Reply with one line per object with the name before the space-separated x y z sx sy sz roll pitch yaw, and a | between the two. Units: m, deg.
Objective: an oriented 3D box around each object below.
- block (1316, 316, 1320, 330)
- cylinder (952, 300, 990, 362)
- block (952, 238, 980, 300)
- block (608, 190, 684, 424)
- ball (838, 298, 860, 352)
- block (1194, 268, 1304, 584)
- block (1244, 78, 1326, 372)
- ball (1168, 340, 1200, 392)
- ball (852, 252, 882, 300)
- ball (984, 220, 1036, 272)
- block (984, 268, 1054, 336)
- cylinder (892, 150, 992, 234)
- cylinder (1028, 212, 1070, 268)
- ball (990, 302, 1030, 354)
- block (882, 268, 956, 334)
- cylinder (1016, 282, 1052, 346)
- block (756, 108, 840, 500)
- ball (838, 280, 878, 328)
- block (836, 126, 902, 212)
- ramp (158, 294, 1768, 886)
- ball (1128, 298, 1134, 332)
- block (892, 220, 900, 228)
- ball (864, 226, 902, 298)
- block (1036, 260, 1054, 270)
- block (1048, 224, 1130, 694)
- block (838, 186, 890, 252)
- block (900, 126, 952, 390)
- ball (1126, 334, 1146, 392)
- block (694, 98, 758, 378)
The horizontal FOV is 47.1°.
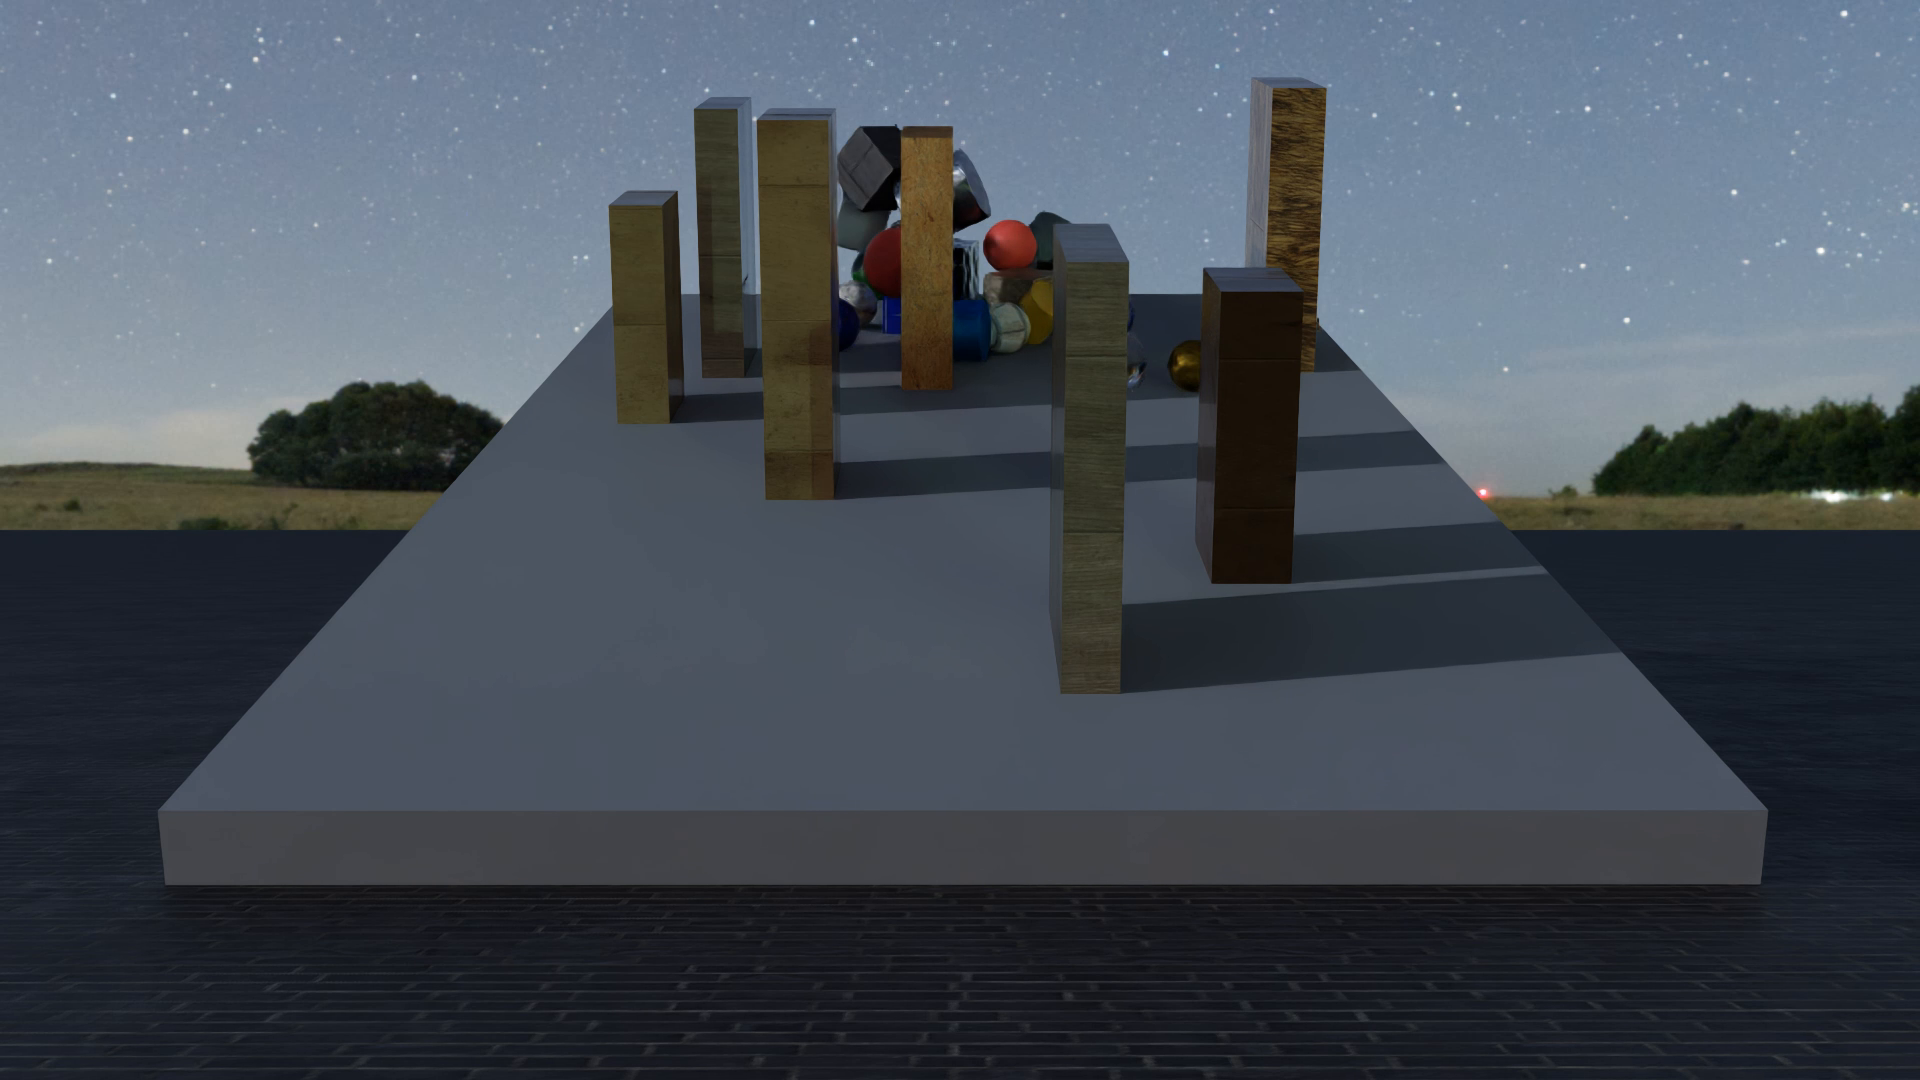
block | 0.872 -0.615 5.845 0.130 0.130 0.130 -16 13 9
cylinder | -0.013 -0.528 5.544 0.155 0.155 0.155 2 1 11
block | -0.061 -0.750 6.273 0.193 0.193 0.193 4 16 13
block | -0.699 -0.526 4.929 0.115 0.480 0.282 0 16 0
ball | -0.331 -0.553 5.655 0.144 0.144 0.144 0 0 0
block | 0.487 -0.199 3.738 0.133 0.492 0.263 0 16 0
block | 0.809 -0.797 5.522 0.128 0.689 0.393 0 16 0
ball | 0.552 -0.411 5.188 0.123 0.123 0.123 0 0 0
ball | -0.240 -0.785 6.462 0.159 0.159 0.159 0 0 0
ball | 0.138 -0.808 6.067 0.147 0.147 0.147 0 0 0
block | 0.176 -0.641 5.944 0.160 0.160 0.160 11 19 34
cylinder | -0.050 -0.953 6.136 0.205 0.205 0.205 -23 -6 15
cylinder | 0.250 -0.813 6.352 0.192 0.192 0.192 35 -11 8
ball | 0.117 -0.546 5.656 0.130 0.130 0.130 0 0 0
block | -0.109 -0.650 5.974 0.159 0.159 0.159 5 16 17
cylinder | 0.203 -0.593 5.753 0.120 0.120 0.120 0 -33 -39
block | -0.307 -0.459 4.249 0.131 0.717 0.274 0 16 0
ball | -0.290 -0.640 5.991 0.132 0.132 0.132 0 0 0
block | -0.231 -1.056 6.246 0.169 0.169 0.169 -15 -27 -53
ramp | -0.002 -0.152 4.672 2.000 0.100 4.000 0 16 0
ball | 0.392 -0.596 5.822 0.140 0.140 0.140 0 0 0
block | -0.102 -0.800 5.976 0.130 0.130 0.130 5 16 18
ball | -0.159 -0.719 5.709 0.185 0.185 0.185 0 0 0
block | 0.321 -0.710 6.210 0.151 0.151 0.151 -12 20 -37
block | 0.186 -0.132 3.259 0.085 0.620 0.403 0 16 0
block | -0.292 -0.934 6.381 0.142 0.142 0.142 13 32 -13
block | -0.078 -0.679 5.276 0.121 0.591 0.280 0 16 0
ball | 0.361 -0.417 5.157 0.151 0.151 0.151 0 0 0
block | -0.576 -0.754 5.444 0.103 0.645 0.371 0 16 0
